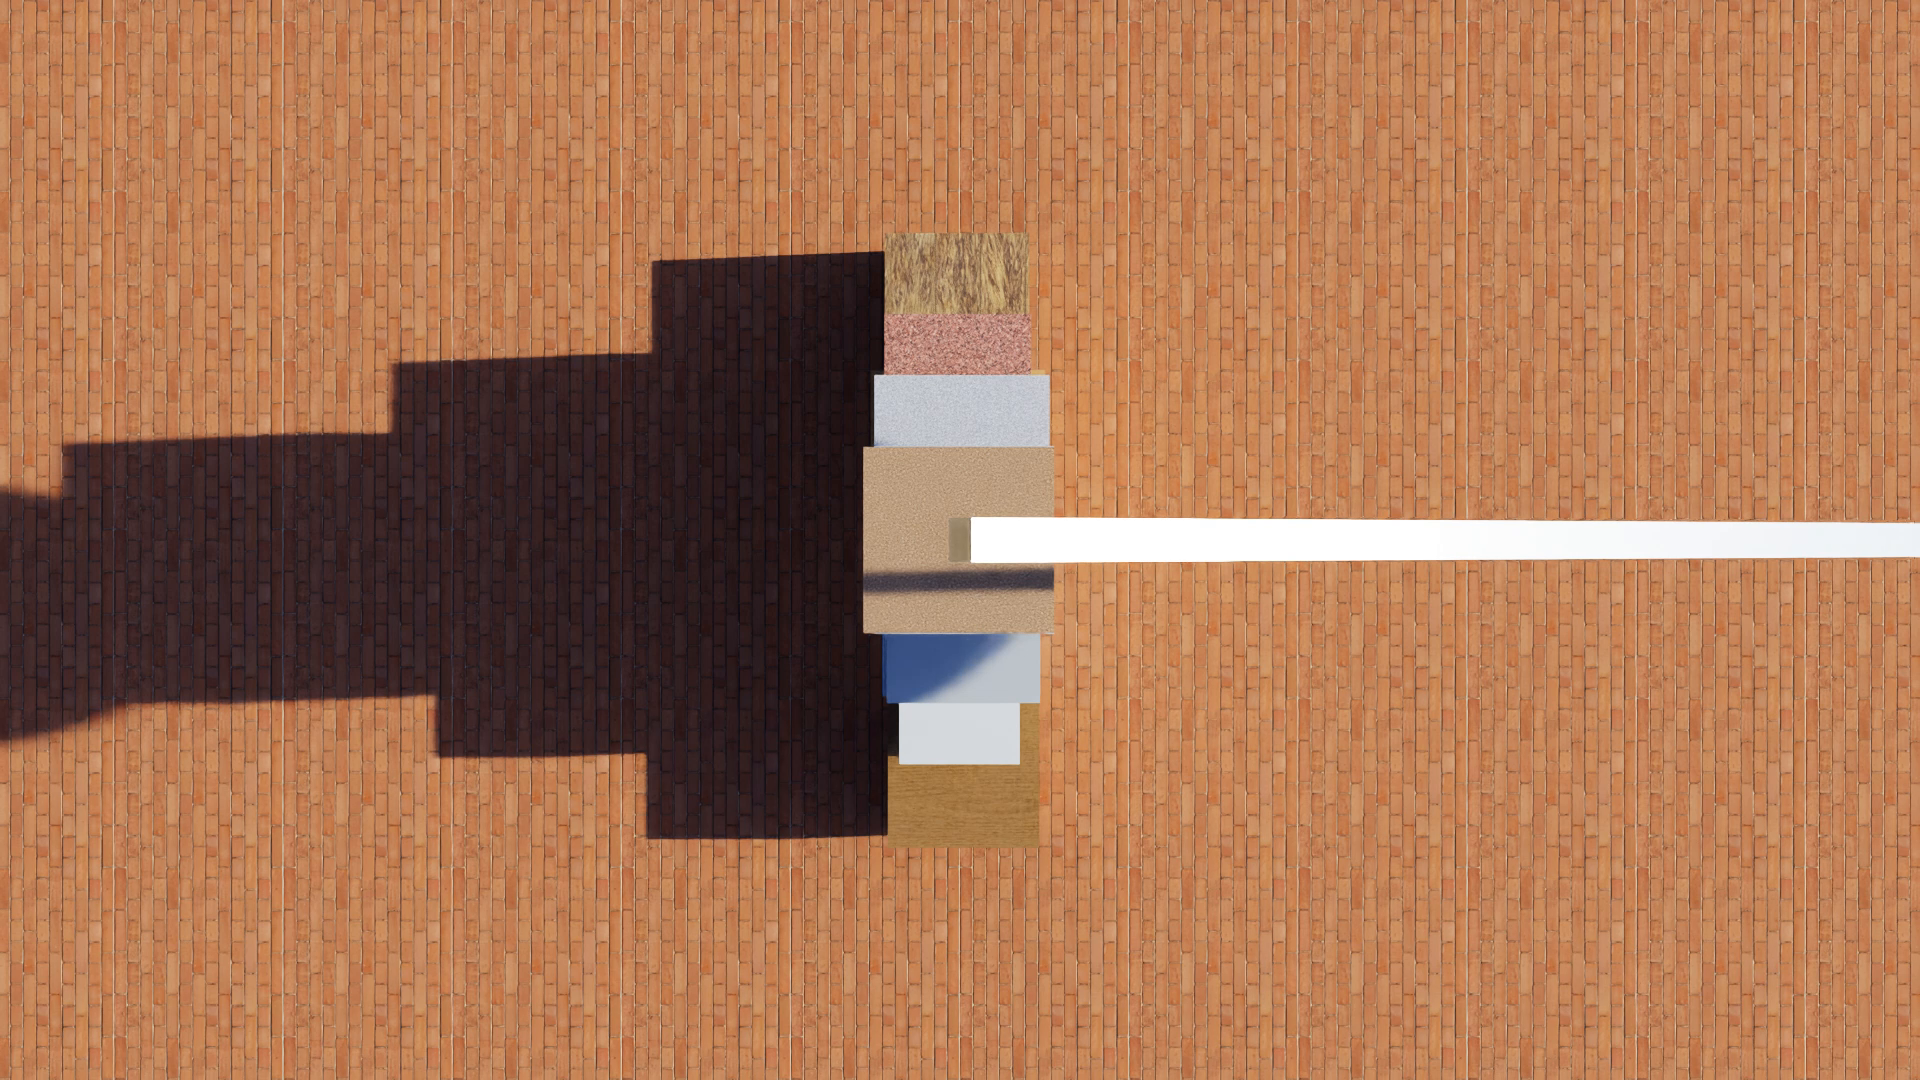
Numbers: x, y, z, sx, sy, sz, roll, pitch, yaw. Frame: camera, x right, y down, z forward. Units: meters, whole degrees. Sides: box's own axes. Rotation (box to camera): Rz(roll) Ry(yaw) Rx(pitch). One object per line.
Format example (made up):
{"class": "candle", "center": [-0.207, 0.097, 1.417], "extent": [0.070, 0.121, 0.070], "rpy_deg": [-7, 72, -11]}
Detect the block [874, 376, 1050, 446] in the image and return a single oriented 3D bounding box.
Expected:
{"class": "block", "center": [0.009, -0.348, 10.764], "extent": [0.825, 0.774, 0.861], "rpy_deg": [0, 90, 0]}

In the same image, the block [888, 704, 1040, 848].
{"class": "block", "center": [0.019, 1.291, 12.610], "extent": [0.841, 0.780, 0.838], "rpy_deg": [0, 90, 0]}

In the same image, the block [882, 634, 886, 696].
{"class": "block", "center": [0.007, 0.388, 12.555], "extent": [0.870, 0.891, 0.949], "rpy_deg": [0, 90, 0]}

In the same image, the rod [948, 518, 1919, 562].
{"class": "rod", "center": [2.234, 0.000, 5.287], "extent": [5.200, 0.080, 0.080], "rpy_deg": [0, 90, -31]}

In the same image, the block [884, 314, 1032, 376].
{"class": "block", "center": [-0.011, -0.793, 11.761], "extent": [0.762, 0.697, 0.762], "rpy_deg": [0, 90, 0]}

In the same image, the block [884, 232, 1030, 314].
{"class": "block", "center": [-0.017, -1.328, 12.624], "extent": [0.804, 0.752, 0.764], "rpy_deg": [0, 90, 0]}

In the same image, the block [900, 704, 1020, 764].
{"class": "block", "center": [-0.003, 0.825, 11.809], "extent": [0.631, 0.601, 0.698], "rpy_deg": [0, 90, 0]}

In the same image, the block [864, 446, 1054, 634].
{"class": "block", "center": [-0.004, 0.000, 8.216], "extent": [0.688, 0.575, 0.671], "rpy_deg": [0, 90, 0]}

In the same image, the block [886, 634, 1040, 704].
{"class": "block", "center": [0.017, 0.436, 10.825], "extent": [0.731, 0.653, 0.685], "rpy_deg": [0, 90, 0]}

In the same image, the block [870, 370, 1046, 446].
{"class": "block", "center": [-0.012, -0.516, 12.555], "extent": [0.960, 0.891, 0.840], "rpy_deg": [0, 90, 0]}
